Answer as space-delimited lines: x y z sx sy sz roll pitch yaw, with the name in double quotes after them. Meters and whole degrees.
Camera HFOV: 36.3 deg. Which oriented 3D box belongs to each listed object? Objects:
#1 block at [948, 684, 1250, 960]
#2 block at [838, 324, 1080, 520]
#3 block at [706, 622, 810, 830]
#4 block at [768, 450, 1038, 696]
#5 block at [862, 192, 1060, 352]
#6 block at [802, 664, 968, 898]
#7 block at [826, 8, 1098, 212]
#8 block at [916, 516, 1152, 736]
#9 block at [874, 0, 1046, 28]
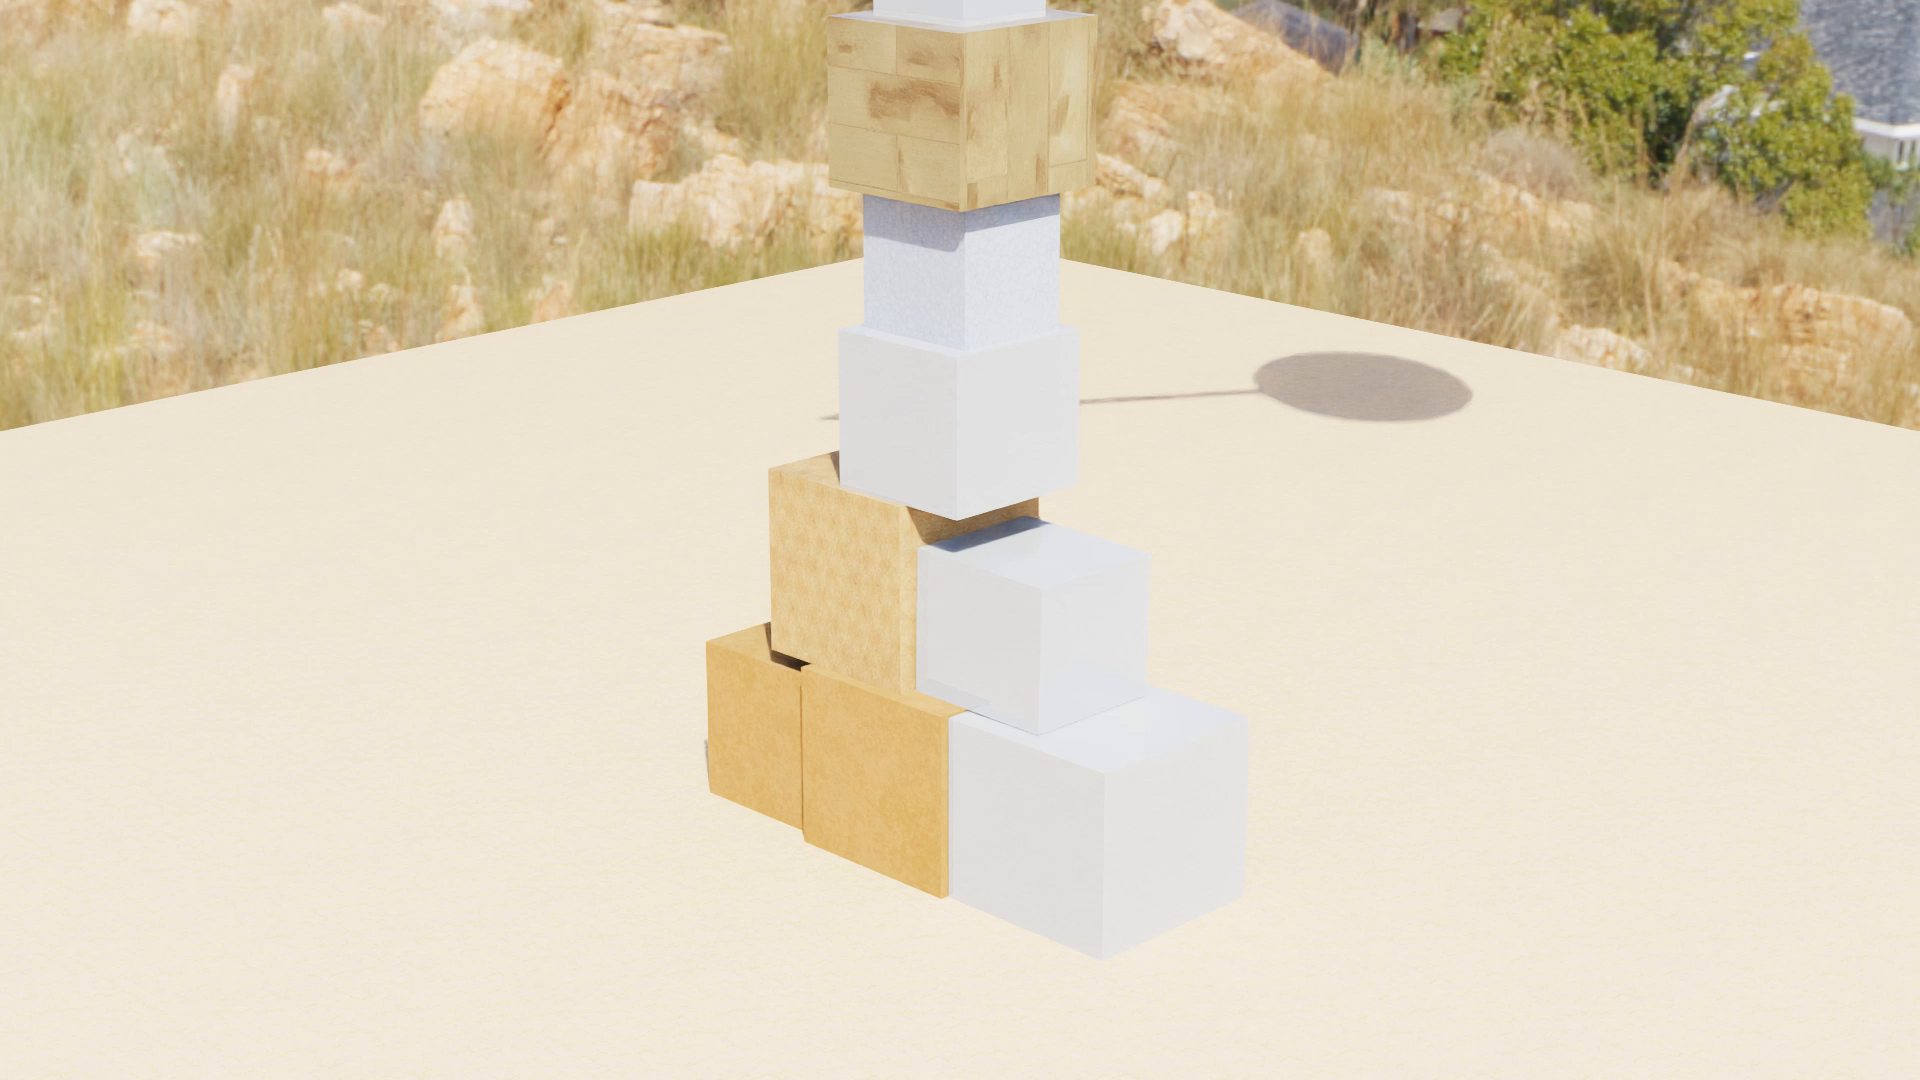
0.615 1.197 13.095 0.950 0.865 0.934 -17 24 -42 "block"
-0.004 -0.593 13.151 0.775 0.728 0.748 -17 24 -42 "block"
-0.676 0.861 14.292 0.793 0.786 0.772 -17 24 -42 "block"
-0.260 0.089 13.670 0.897 0.885 0.874 -17 24 -42 "block"
0.006 -1.247 12.956 0.589 0.637 0.634 -17 24 -42 "block"
-0.072 1.001 13.702 0.956 0.874 0.920 -17 24 -42 "block"
0.010 -1.907 12.753 0.843 0.745 0.809 -17 24 -42 "block"
0.324 0.370 13.131 0.705 0.676 0.763 -17 25 -42 "block"
-0.003 -2.471 12.562 0.501 0.446 0.548 -17 24 -42 "block"
